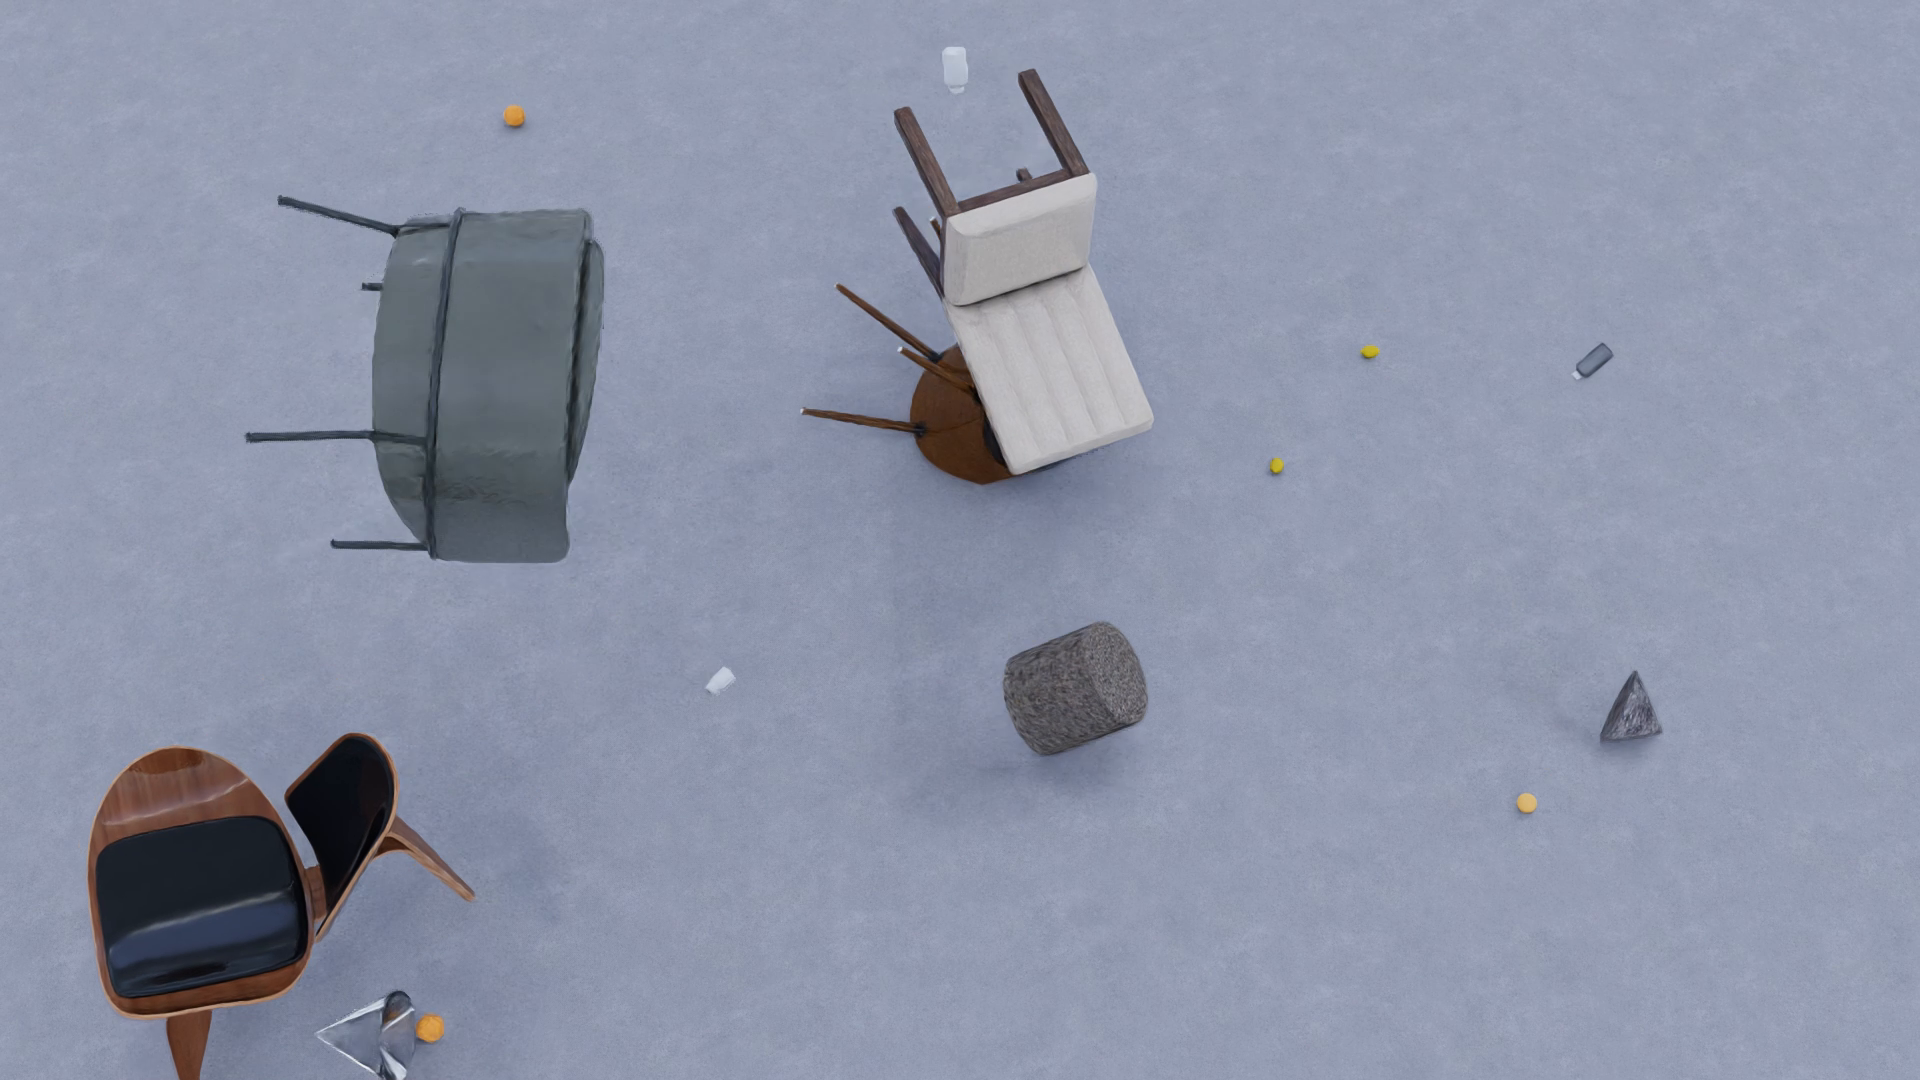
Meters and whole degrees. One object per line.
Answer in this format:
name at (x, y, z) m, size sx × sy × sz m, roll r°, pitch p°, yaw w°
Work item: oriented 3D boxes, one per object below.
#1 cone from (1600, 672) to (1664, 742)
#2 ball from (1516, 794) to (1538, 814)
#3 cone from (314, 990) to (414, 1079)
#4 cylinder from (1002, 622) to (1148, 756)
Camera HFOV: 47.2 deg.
cone at (1.912, 0.505, 6.174) m, size 0.145 × 0.130 × 0.260 m, roll 31°, pitch 60°, yaw 5°
ball at (1.561, 0.724, 6.055) m, size 0.055 × 0.055 × 0.055 m, roll 0°, pitch 56°, yaw 0°
cone at (-1.537, 1.261, 5.592) m, size 0.223 × 0.248 × 0.230 m, roll 0°, pitch 41°, yaw 7°
cylinder at (0.317, 0.410, 6.055) m, size 0.278 × 0.296 × 0.297 m, roll -24°, pitch 65°, yaw 30°
